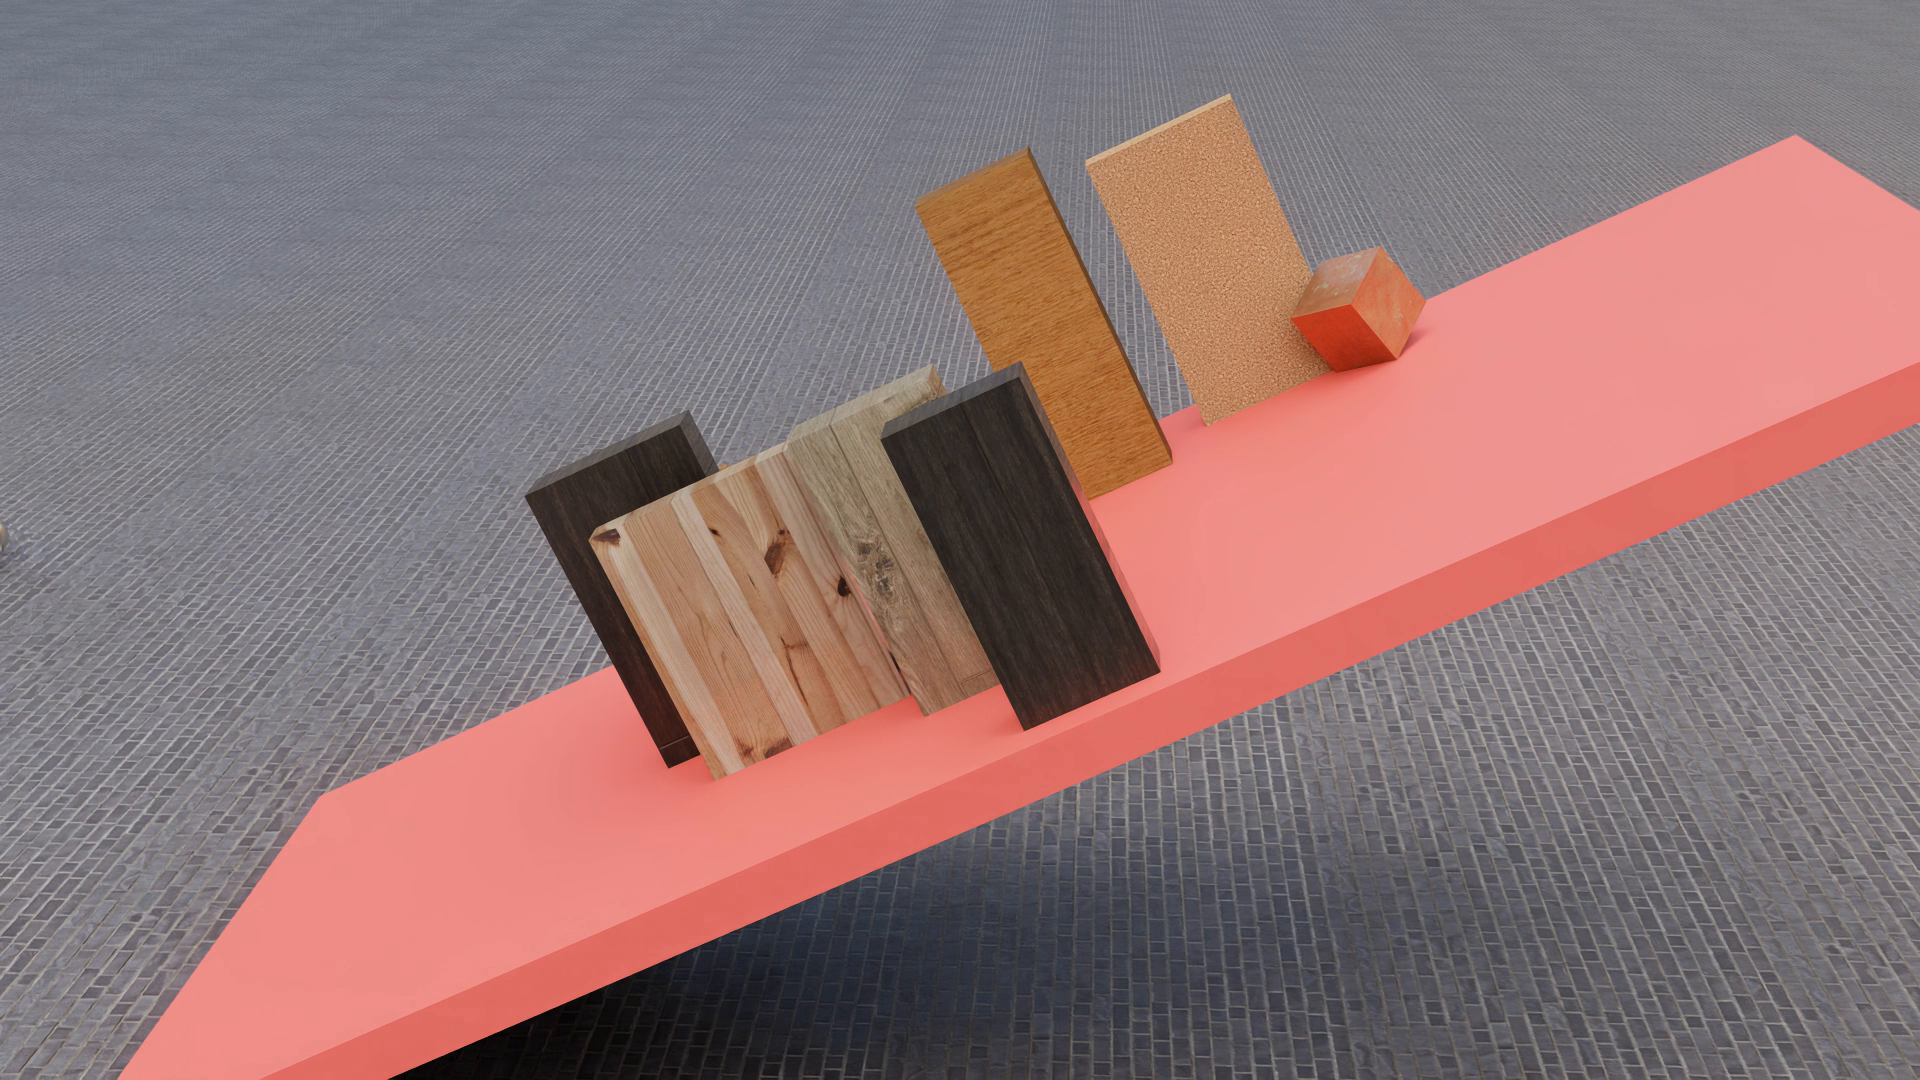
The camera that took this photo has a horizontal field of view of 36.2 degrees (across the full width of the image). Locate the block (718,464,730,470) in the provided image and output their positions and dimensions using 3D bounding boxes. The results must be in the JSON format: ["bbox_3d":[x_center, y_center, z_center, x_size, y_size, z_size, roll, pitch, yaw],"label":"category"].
[{"bbox_3d":[-0.582,0.113,6.624,0.348,0.460,0.105,-24,13,9],"label":"block"}]

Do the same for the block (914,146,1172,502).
[{"bbox_3d":[0.195,-0.477,6.710,0.278,0.783,0.127,-24,13,9],"label":"block"}]

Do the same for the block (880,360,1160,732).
[{"bbox_3d":[0.114,0.013,5.366,0.275,0.607,0.132,-24,13,9],"label":"block"}]

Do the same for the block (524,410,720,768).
[{"bbox_3d":[-0.597,0.106,6.230,0.364,0.662,0.138,-24,13,9],"label":"block"}]

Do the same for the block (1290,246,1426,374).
[{"bbox_3d":[0.913,-0.527,6.740,0.185,0.185,0.185,-11,41,49],"label":"block"}]

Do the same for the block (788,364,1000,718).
[{"bbox_3d":[-0.061,0.002,5.741,0.300,0.607,0.148,-24,13,9],"label":"block"}]

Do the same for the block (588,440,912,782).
[{"bbox_3d":[-0.420,0.145,5.962,0.444,0.565,0.093,-24,13,9],"label":"block"}]

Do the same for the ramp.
[{"bbox_3d":[0.136,0.169,6.282,4.000,0.100,2.000,-24,13,9],"label":"ramp"}]

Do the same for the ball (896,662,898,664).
[{"bbox_3d":[-0.067,0.220,5.954,0.134,0.134,0.134,0,16,0],"label":"ball"}]

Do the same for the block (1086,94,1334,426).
[{"bbox_3d":[0.600,-0.648,6.838,0.365,0.675,0.097,-24,13,9],"label":"block"}]

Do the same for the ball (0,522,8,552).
[{"bbox_3d":[-3.300,-0.009,9.970,0.139,0.139,0.139,0,16,0],"label":"ball"}]
